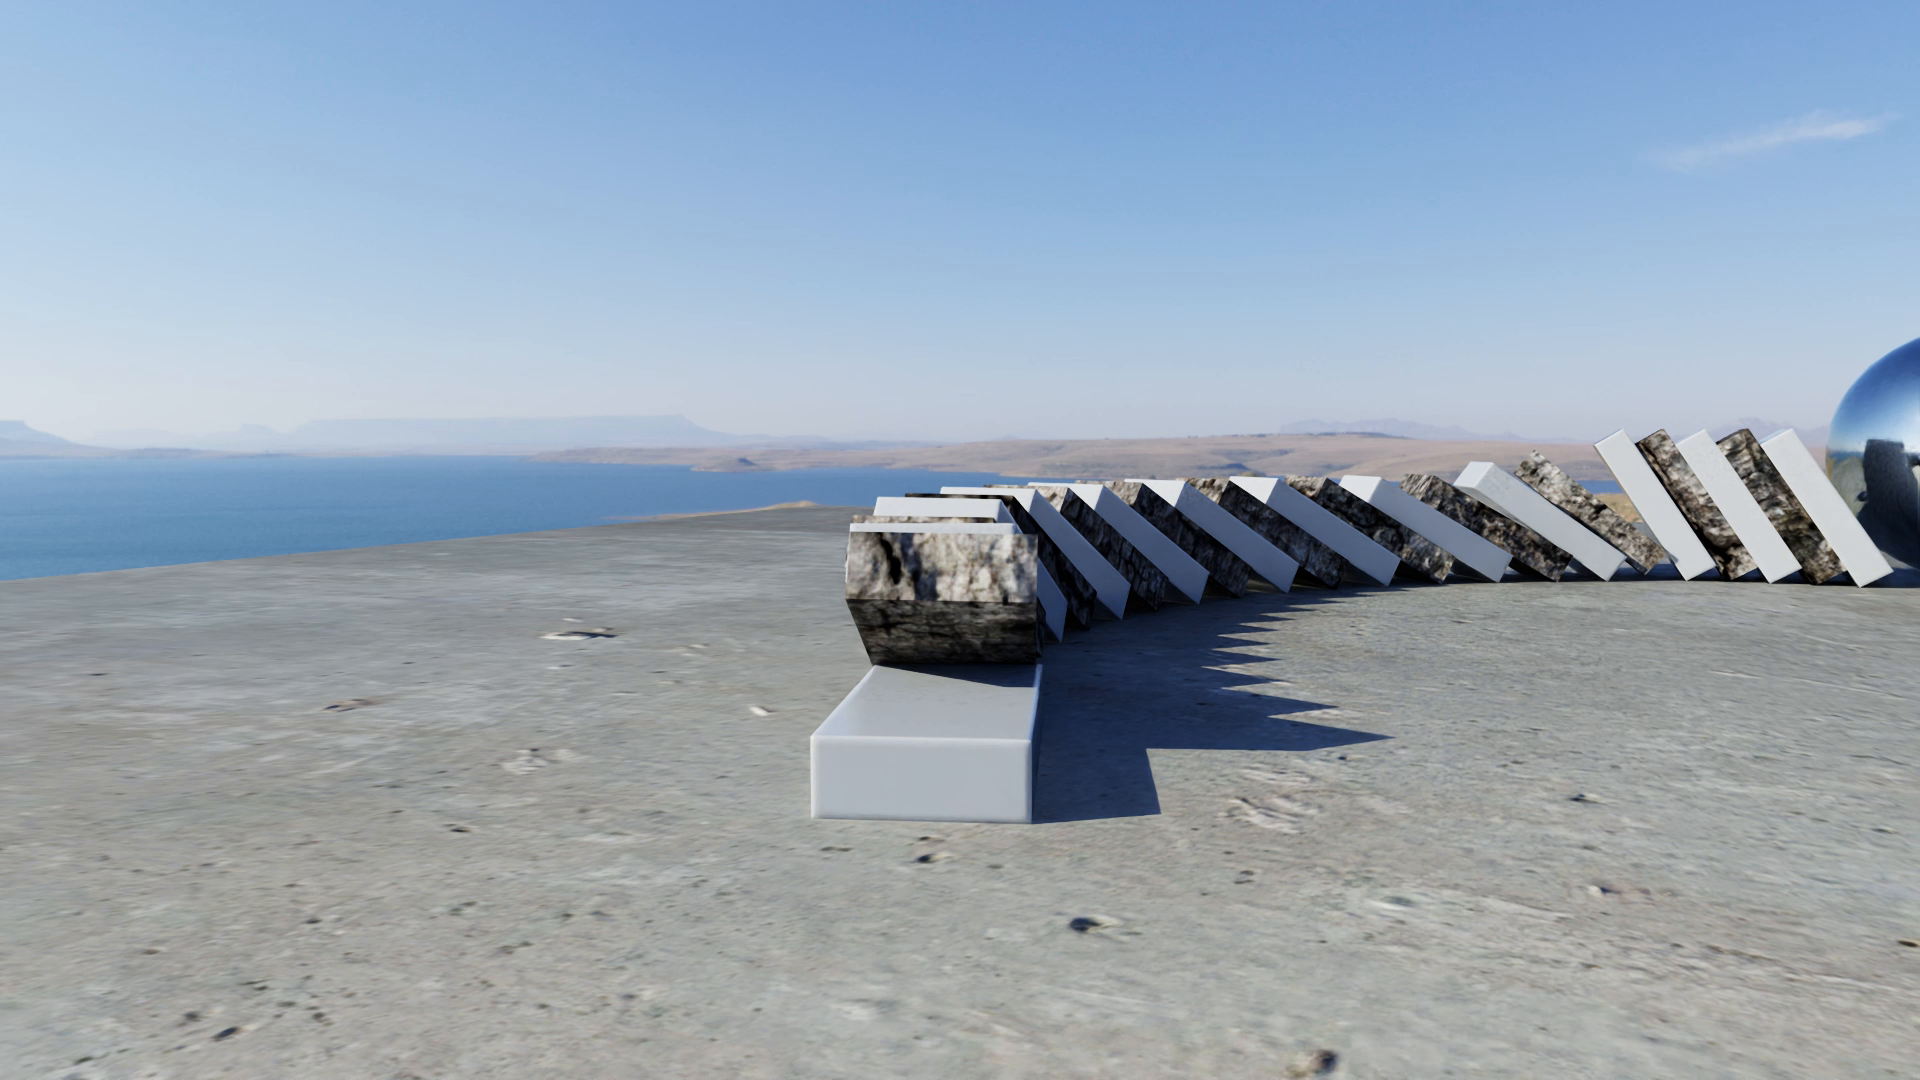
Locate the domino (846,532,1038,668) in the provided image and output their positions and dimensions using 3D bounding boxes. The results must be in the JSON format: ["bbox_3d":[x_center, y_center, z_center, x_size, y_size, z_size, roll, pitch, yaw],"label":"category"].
[{"bbox_3d":[-0.001,0.013,0.192,0.025,0.009,0.050,1,-22,4],"label":"domino"}]

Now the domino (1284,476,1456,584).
[{"bbox_3d":[0.124,-0.003,0.395,0.050,0.009,0.025,29,-3,-14],"label":"domino"}]

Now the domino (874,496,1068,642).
[{"bbox_3d":[0.003,0.007,0.260,0.025,0.010,0.050,2,-24,21],"label":"domino"}]

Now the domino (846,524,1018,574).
[{"bbox_3d":[-0.001,0.011,0.214,0.025,0.009,0.050,0,-22,7],"label":"domino"}]

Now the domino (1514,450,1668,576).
[{"bbox_3d":[0.204,-0.009,0.417,0.050,0.010,0.025,44,17,19],"label":"domino"}]

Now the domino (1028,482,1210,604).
[{"bbox_3d":[0.040,0.001,0.334,0.025,0.010,0.050,5,-23,47],"label":"domino"}]

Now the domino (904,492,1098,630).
[{"bbox_3d":[0.009,0.005,0.280,0.025,0.009,0.050,2,-24,29],"label":"domino"}]

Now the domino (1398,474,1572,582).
[{"bbox_3d":[0.164,-0.004,0.406,0.050,0.009,0.025,29,4,-2],"label":"domino"}]

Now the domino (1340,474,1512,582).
[{"bbox_3d":[0.144,-0.004,0.401,0.050,0.010,0.025,29,0,-9],"label":"domino"}]

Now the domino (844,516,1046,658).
[{"bbox_3d":[-0.001,0.010,0.238,0.025,0.009,0.050,1,-21,15],"label":"domino"}]

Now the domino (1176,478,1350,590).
[{"bbox_3d":[0.087,-0.002,0.376,0.050,0.009,0.025,30,-9,-24],"label":"domino"}]

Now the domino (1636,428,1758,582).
[{"bbox_3d":[0.234,-0.012,0.409,0.009,0.050,0.025,-34,-11,24],"label":"domino"}]

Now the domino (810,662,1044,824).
[{"bbox_3d":[-0.002,0.025,0.169,0.025,0.010,0.050,0,4,5],"label":"domino"}]

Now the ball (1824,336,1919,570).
[{"bbox_3d":[0.318,-0.028,0.401,0.080,0.080,0.080,0,4,0],"label":"ball"}]

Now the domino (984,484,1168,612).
[{"bbox_3d":[0.028,0.002,0.317,0.025,0.010,0.050,4,-24,41],"label":"domino"}]

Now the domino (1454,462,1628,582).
[{"bbox_3d":[0.184,-0.007,0.409,0.050,0.010,0.025,36,8,3],"label":"domino"}]

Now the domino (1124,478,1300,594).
[{"bbox_3d":[0.070,-0.001,0.363,0.050,0.009,0.025,31,-13,-30],"label":"domino"}]

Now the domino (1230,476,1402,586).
[{"bbox_3d":[0.105,-0.003,0.386,0.050,0.010,0.025,30,-6,-20],"label":"domino"}]

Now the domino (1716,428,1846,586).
[{"bbox_3d":[0.254,-0.011,0.399,0.009,0.050,0.025,-34,-11,24],"label":"domino"}]

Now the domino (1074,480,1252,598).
[{"bbox_3d":[0.054,0.000,0.349,0.050,0.010,0.025,33,-16,-35],"label":"domino"}]

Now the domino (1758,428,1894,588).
[{"bbox_3d":[0.264,-0.011,0.393,0.009,0.050,0.025,-34,-11,24],"label":"domino"}]

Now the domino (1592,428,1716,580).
[{"bbox_3d":[0.222,-0.012,0.411,0.010,0.050,0.025,-34,-10,23],"label":"domino"}]

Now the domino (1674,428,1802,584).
[{"bbox_3d":[0.244,-0.011,0.404,0.010,0.050,0.025,-34,-11,24],"label":"domino"}]

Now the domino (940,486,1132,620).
[{"bbox_3d":[0.017,0.004,0.300,0.025,0.010,0.050,3,-24,36],"label":"domino"}]
